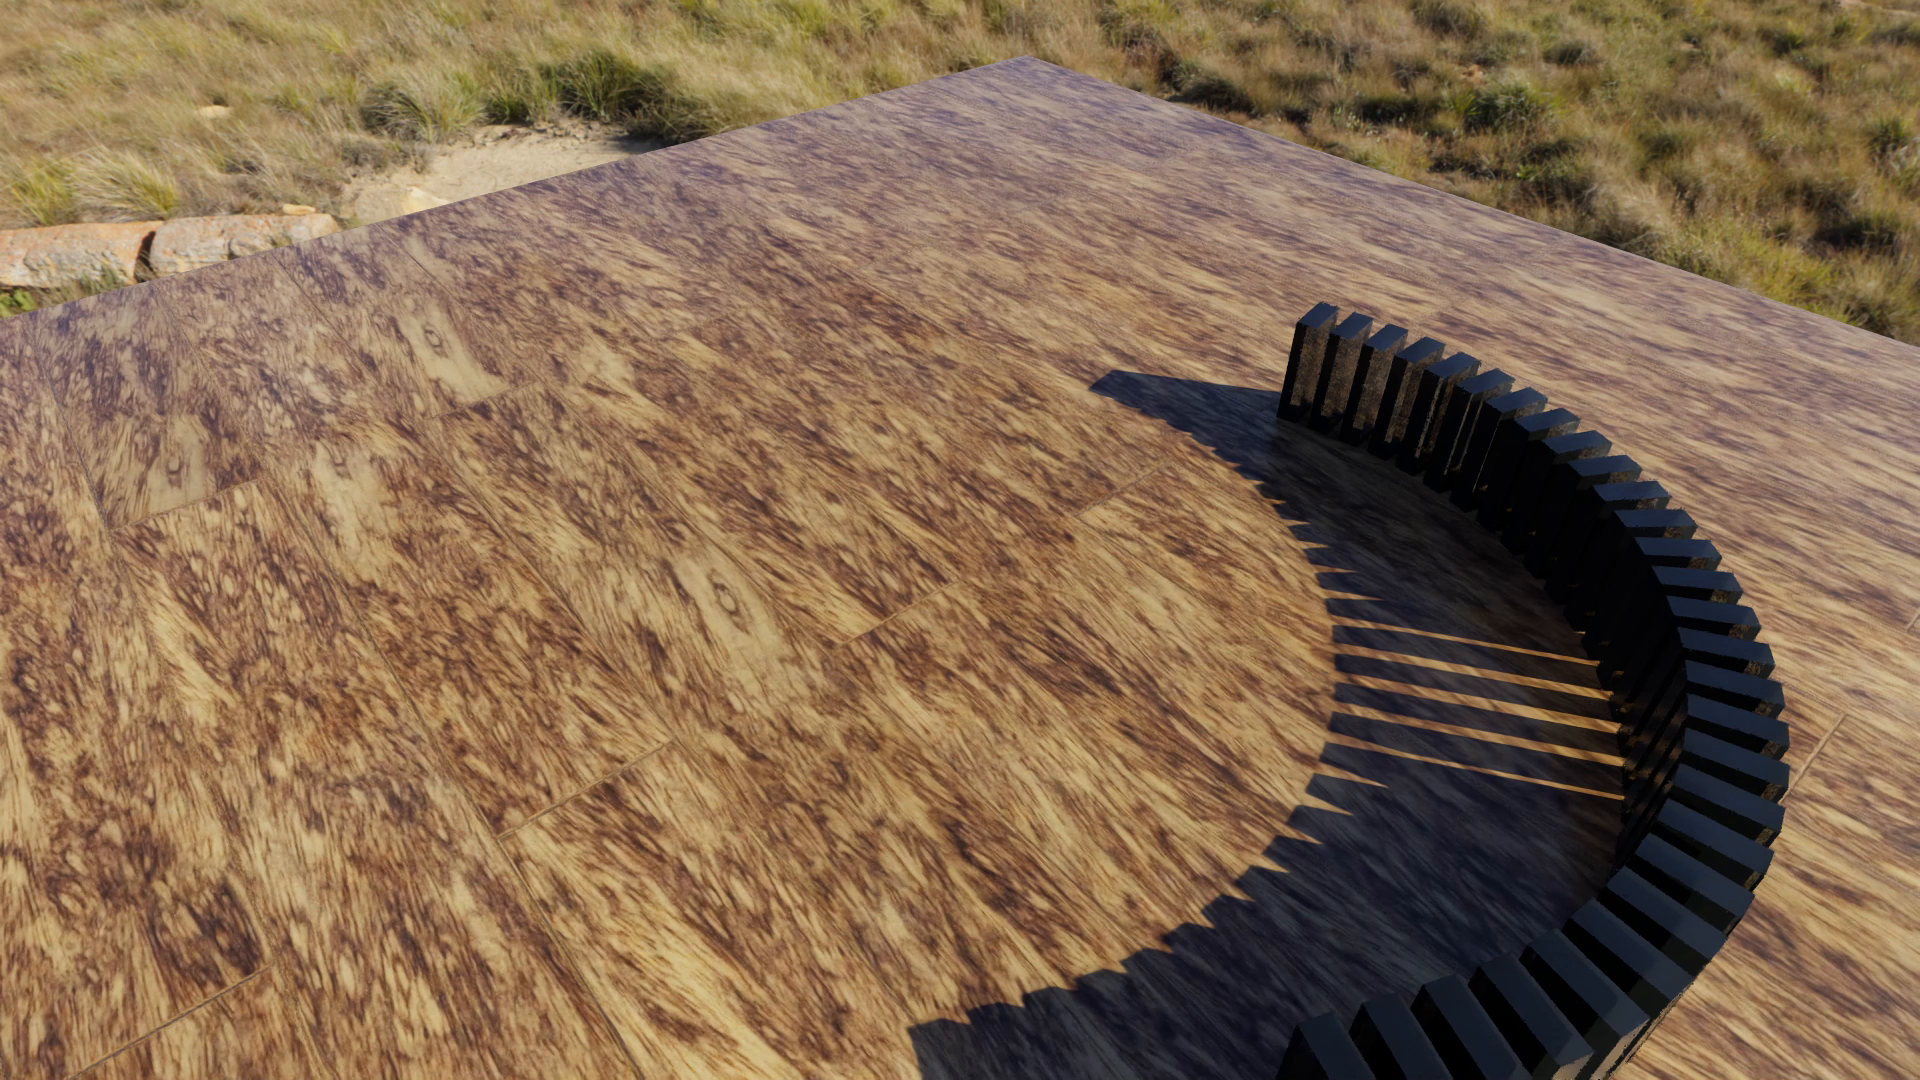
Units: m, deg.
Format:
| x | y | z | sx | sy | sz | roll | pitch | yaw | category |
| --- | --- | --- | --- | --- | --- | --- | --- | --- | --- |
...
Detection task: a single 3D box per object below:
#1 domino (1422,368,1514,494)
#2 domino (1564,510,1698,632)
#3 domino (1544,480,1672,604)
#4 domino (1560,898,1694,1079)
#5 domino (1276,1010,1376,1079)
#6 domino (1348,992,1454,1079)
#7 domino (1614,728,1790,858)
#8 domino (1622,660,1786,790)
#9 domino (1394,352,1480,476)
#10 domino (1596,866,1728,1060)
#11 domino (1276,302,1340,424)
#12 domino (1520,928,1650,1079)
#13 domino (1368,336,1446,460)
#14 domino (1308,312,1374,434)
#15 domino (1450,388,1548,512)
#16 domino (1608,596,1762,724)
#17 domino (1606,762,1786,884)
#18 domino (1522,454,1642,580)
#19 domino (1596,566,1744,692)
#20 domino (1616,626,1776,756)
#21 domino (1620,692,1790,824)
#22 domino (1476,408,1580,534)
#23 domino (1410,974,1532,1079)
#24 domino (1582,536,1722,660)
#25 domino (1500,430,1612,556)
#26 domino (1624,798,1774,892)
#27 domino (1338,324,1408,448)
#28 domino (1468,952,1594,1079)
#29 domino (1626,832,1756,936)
| x | y | z | sx | sy | sz | roll | pitch | yaw | category |
| --- | --- | --- | --- | --- | --- | --- | --- | --- | --- |
| 0.216 | -0.046 | 0.467 | 0.025 | 0.050 | 0.009 | -20 | 43 | -23 | domino |
| 0.241 | 0.012 | 0.397 | 0.025 | 0.050 | 0.010 | -1 | 39 | -1 | domino |
| 0.240 | 0.002 | 0.409 | 0.025 | 0.050 | 0.010 | -4 | 39 | -5 | domino |
| 0.156 | 0.114 | 0.272 | 0.009 | 0.050 | 0.025 | -23 | 45 | -25 | domino |
| 0.083 | 0.132 | 0.250 | 0.010 | 0.050 | 0.025 | -12 | 41 | -14 | domino |
| 0.098 | 0.130 | 0.253 | 0.010 | 0.050 | 0.025 | -10 | 40 | -12 | domino |
| 0.212 | 0.079 | 0.316 | 0.025 | 0.050 | 0.009 | 22 | 44 | 25 | domino |
| 0.226 | 0.061 | 0.337 | 0.025 | 0.050 | 0.009 | 15 | 42 | 18 | domino |
| 0.207 | -0.054 | 0.478 | 0.025 | 0.050 | 0.010 | -24 | 45 | -26 | domino |
| 0.169 | 0.108 | 0.279 | 0.009 | 0.050 | 0.025 | -27 | 46 | -29 | domino |
| 0.162 | -0.082 | 0.512 | 0.010 | 0.050 | 0.025 | 26 | 46 | 28 | domino |
| 0.143 | 0.119 | 0.266 | 0.009 | 0.050 | 0.025 | -18 | 43 | -21 | domino |
| 0.197 | -0.062 | 0.488 | 0.025 | 0.050 | 0.009 | -29 | 47 | -31 | domino |
| 0.174 | -0.076 | 0.504 | 0.009 | 0.050 | 0.025 | 27 | 47 | 29 | domino |
| 0.223 | -0.037 | 0.457 | 0.025 | 0.050 | 0.010 | -17 | 42 | -19 | domino |
| 0.236 | 0.042 | 0.361 | 0.025 | 0.050 | 0.009 | 8 | 40 | 10 | domino |
| 0.202 | 0.087 | 0.305 | 0.025 | 0.050 | 0.010 | 26 | 46 | 28 | domino |
| 0.238 | -0.008 | 0.422 | 0.025 | 0.050 | 0.009 | -7 | 40 | -8 | domino |
| 0.239 | 0.032 | 0.373 | 0.025 | 0.050 | 0.010 | 5 | 40 | 7 | domino |
| 0.232 | 0.051 | 0.349 | 0.025 | 0.050 | 0.009 | 12 | 41 | 14 | domino |
| 0.220 | 0.070 | 0.326 | 0.025 | 0.050 | 0.009 | 18 | 43 | 21 | domino |
| 0.229 | -0.028 | 0.445 | 0.025 | 0.050 | 0.010 | -13 | 41 | -16 | domino |
| 0.113 | 0.127 | 0.257 | 0.010 | 0.050 | 0.025 | -11 | 41 | -13 | domino |
| 0.241 | 0.022 | 0.385 | 0.025 | 0.050 | 0.009 | 2 | 39 | 3 | domino |
| 0.234 | -0.018 | 0.434 | 0.025 | 0.050 | 0.009 | -10 | 40 | -12 | domino |
| 0.192 | 0.095 | 0.296 | 0.025 | 0.050 | 0.009 | 30 | 48 | 31 | domino |
| 0.186 | -0.069 | 0.496 | 0.009 | 0.050 | 0.025 | 30 | 48 | 31 | domino |
| 0.128 | 0.123 | 0.261 | 0.009 | 0.050 | 0.025 | -13 | 41 | -16 | domino |
| 0.181 | 0.102 | 0.287 | 0.009 | 0.050 | 0.025 | -30 | 48 | -32 | domino |
